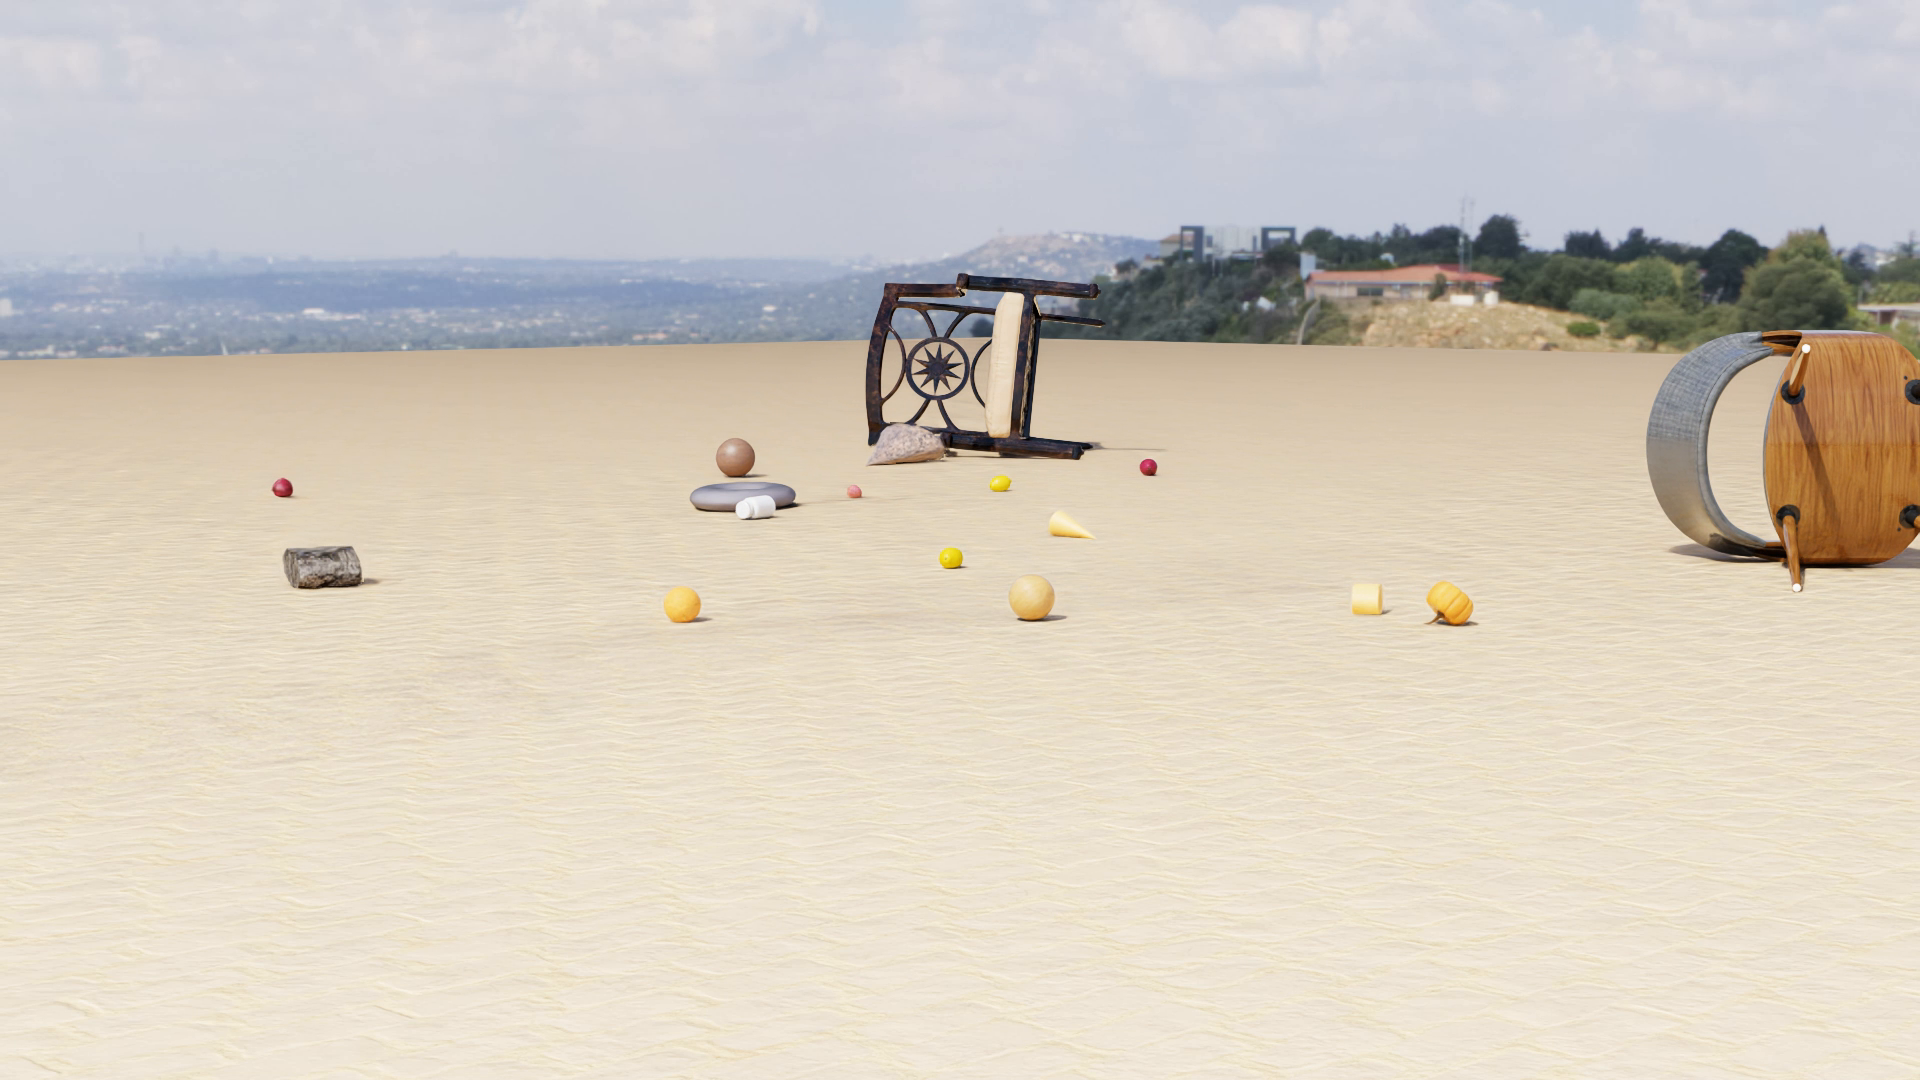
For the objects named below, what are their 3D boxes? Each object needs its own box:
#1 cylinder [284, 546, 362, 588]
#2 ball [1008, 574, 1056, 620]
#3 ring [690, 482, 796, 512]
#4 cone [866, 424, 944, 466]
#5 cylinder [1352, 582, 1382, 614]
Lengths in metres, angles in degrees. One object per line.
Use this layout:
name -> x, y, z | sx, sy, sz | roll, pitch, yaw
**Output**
cylinder -> -1.362, 0.057, 5.476 | 0.130, 0.076, 0.170 | -1, 15, -26
ball -> 0.137, 0.109, 4.911 | 0.090, 0.090, 0.090 | 0, 6, 0
ring -> -0.618, -0.123, 7.315 | 0.283, 0.062, 0.379 | 3, 7, 20
cone -> -0.250, -0.301, 9.009 | 0.264, 0.130, 0.311 | 13, 24, 28
cylinder -> 0.795, 0.115, 5.006 | 0.050, 0.060, 0.074 | 2, 10, 17
